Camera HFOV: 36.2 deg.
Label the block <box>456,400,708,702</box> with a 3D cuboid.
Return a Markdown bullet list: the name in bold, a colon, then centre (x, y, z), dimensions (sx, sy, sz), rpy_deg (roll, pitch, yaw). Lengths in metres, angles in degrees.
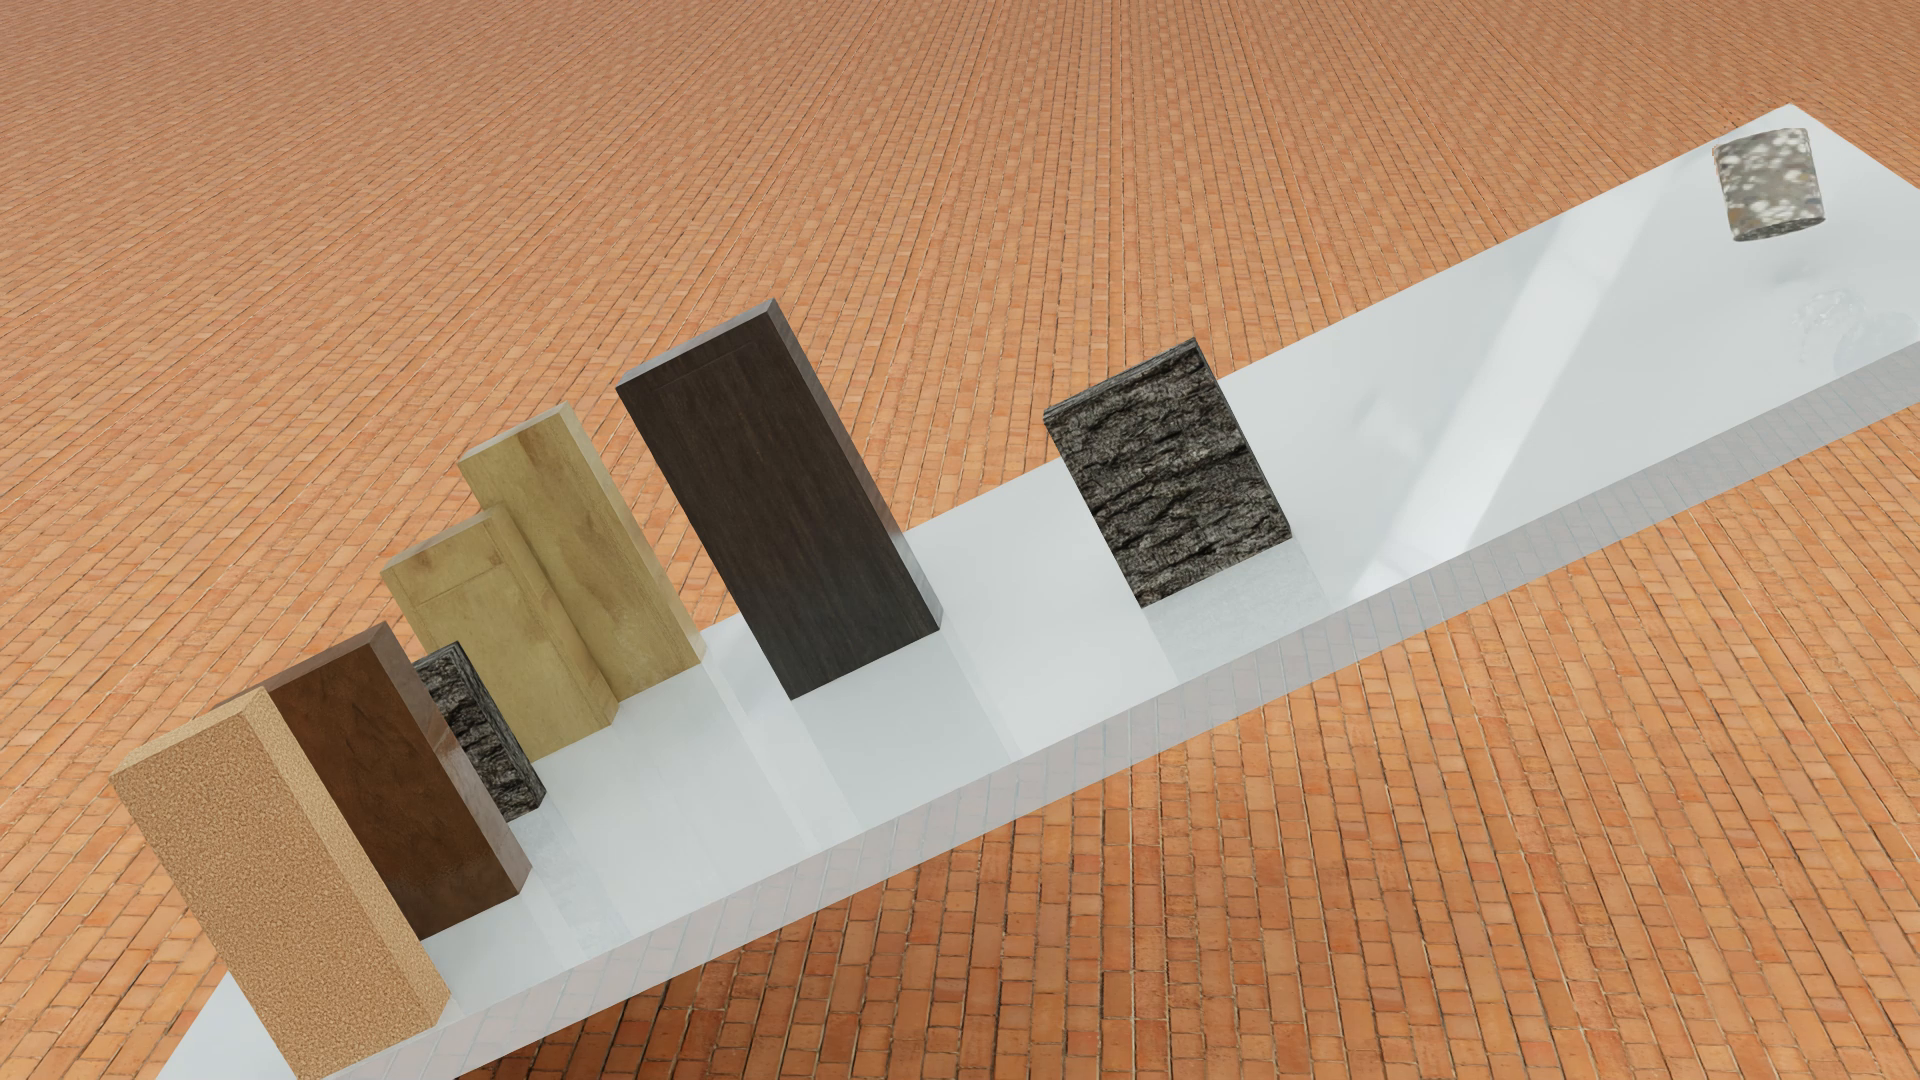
- **block**: centre (-0.906, 0.041, 7.088), dimensions (0.281, 0.698, 0.118), rpy_deg (-26, 14, 10)

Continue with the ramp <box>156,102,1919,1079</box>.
- **ramp**: centre (0.140, 0.167, 6.281), dimensions (4.000, 0.100, 2.000), rpy_deg (-26, 14, 10)

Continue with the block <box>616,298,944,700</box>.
- **block**: centre (-0.383, -0.085, 6.340), dimensions (0.367, 0.785, 0.141), rpy_deg (-26, 14, 10)

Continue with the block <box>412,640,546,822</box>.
- **block**: centre (-1.161, 0.473, 6.636), dimensions (0.278, 0.406, 0.099), rpy_deg (-26, 14, 10)

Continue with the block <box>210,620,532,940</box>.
- **block**: centre (-1.233, 0.538, 6.106), dimensions (0.420, 0.613, 0.146), rpy_deg (-26, 14, 10)

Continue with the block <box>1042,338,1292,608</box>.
- **block**: centre (0.404, -0.129, 5.728), dimensions (0.327, 0.426, 0.085), rpy_deg (-26, 14, 10)

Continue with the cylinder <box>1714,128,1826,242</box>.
- **cylinder**: centre (1.545, -0.677, 5.613), dimensions (0.175, 0.175, 0.175), rpy_deg (-10, -5, -1)

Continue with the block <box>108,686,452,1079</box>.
- **block**: centre (-1.281, 0.659, 5.566), dimensions (0.297, 0.706, 0.138), rpy_deg (-26, 14, 10)

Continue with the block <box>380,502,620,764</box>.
- **block**: centre (-1.091, 0.239, 6.993), dimensions (0.305, 0.574, 0.129), rpy_deg (-26, 14, 10)
